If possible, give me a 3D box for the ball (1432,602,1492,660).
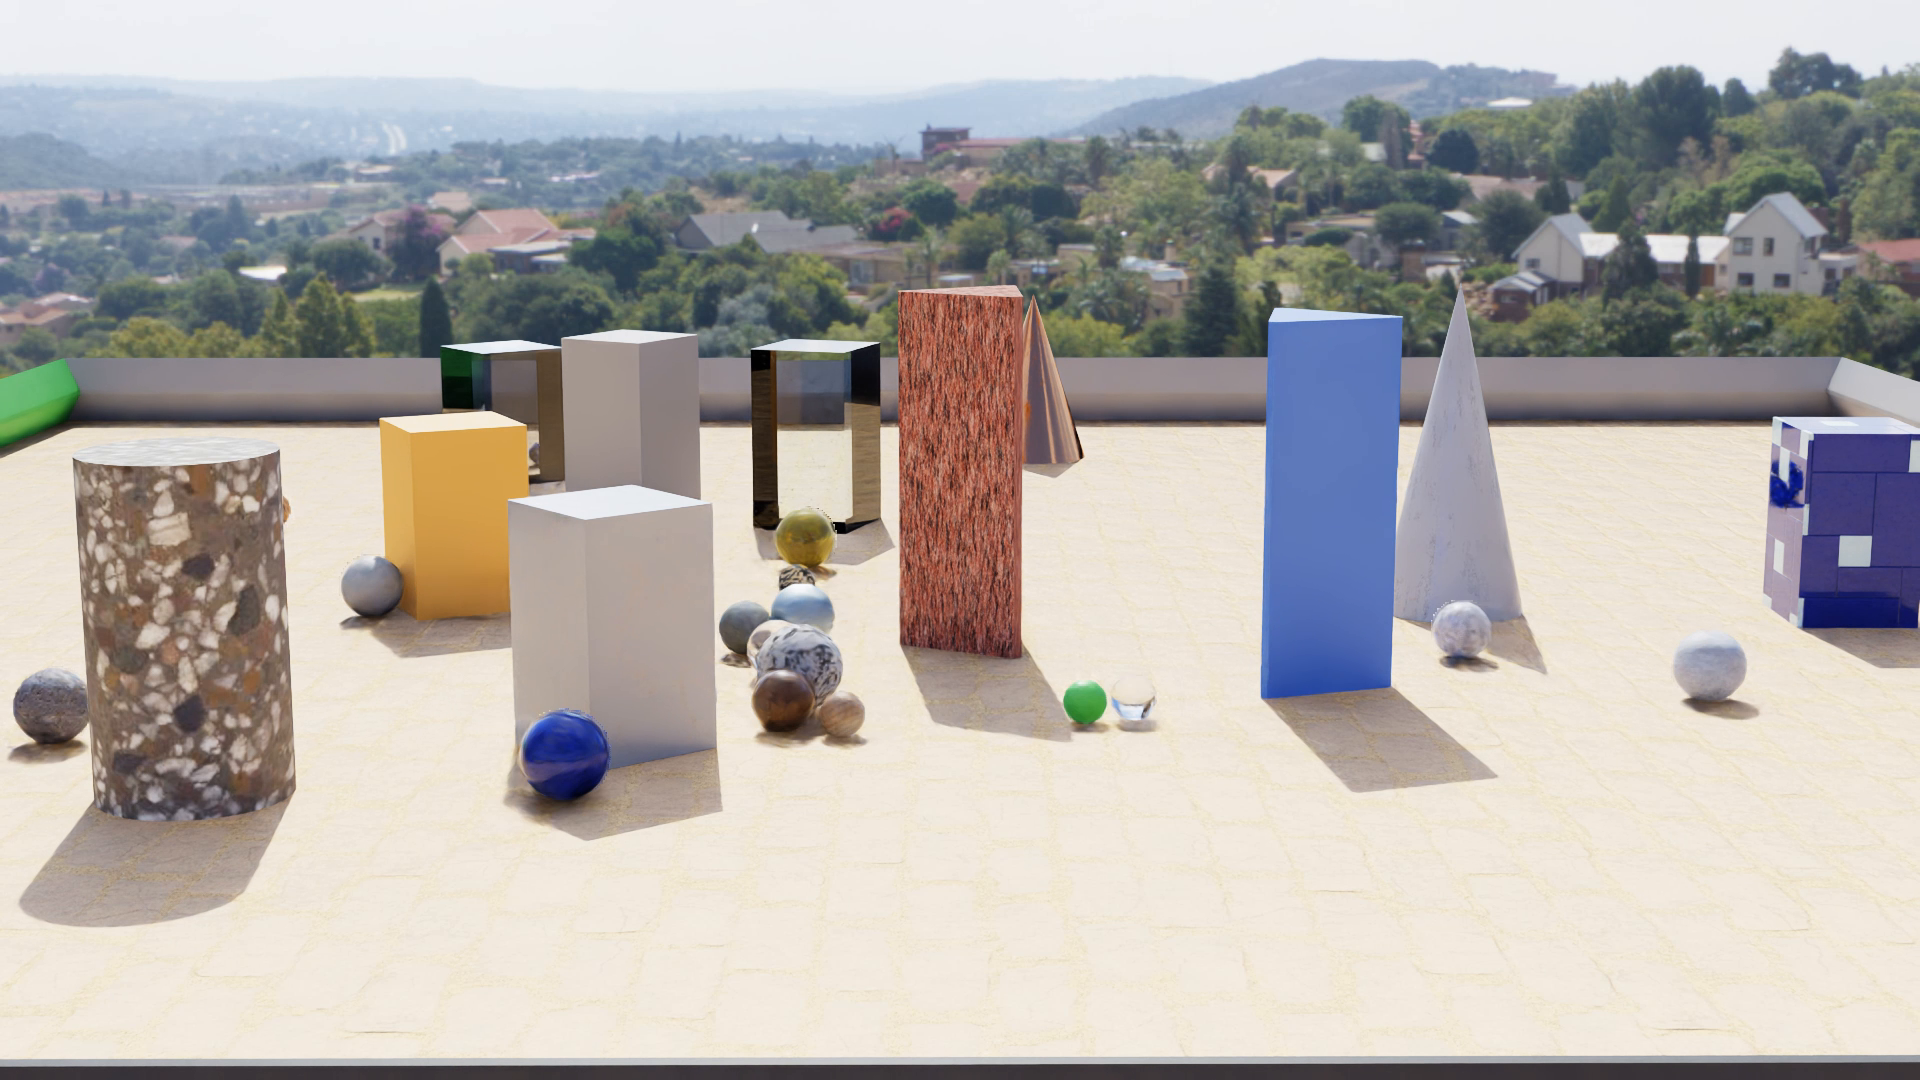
[{"bbox_3d":[0.622,0.112,3.182,0.071,0.071,0.071,0,10,0],"label":"ball"}]

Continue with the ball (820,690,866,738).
[{"bbox_3d":[-0.129,0.191,2.814,0.050,0.050,0.050,0,10,0],"label":"ball"}]

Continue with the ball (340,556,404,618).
[{"bbox_3d":[-0.784,0.062,3.423,0.082,0.082,0.082,0,10,0],"label":"ball"}]

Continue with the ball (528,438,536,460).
[{"bbox_3d":[-0.810,-0.168,4.772,0.043,0.043,0.043,0,10,0],"label":"ball"}]

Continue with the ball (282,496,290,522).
[{"bbox_3d":[-1.096,-0.048,4.086,0.057,0.057,0.057,0,10,0],"label":"ball"}]

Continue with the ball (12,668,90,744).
[{"bbox_3d":[-0.984,0.180,2.785,0.082,0.082,0.082,0,10,0],"label":"ball"}]

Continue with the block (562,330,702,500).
[{"bbox_3d":[-0.537,-0.189,4.205,0.158,0.291,0.158,6,12,30],"label":"block"}]

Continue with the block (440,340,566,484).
[{"bbox_3d":[-0.808,-0.224,4.544,0.158,0.237,0.158,-8,13,-38],"label":"block"}]

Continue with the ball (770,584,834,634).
[{"bbox_3d":[-0.198,0.095,3.228,0.081,0.081,0.081,0,10,0],"label":"ball"}]

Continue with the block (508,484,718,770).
[{"bbox_3d":[-0.373,0.091,2.757,0.158,0.268,0.158,-9,14,-39],"label":"block"}]

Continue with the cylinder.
[{"bbox_3d":[-0.773,0.084,2.567,0.197,0.350,0.197,0,10,0],"label":"cylinder"}]

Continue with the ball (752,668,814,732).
[{"bbox_3d":[-0.196,0.177,2.834,0.070,0.070,0.070,0,10,0],"label":"ball"}]

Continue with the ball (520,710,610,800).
[{"bbox_3d":[-0.397,0.216,2.573,0.089,0.089,0.089,0,10,0],"label":"ball"}]

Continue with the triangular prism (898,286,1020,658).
[{"bbox_3d":[0.032,-0.093,3.253,0.171,0.449,0.148,6,12,28],"label":"triangular prism"}]

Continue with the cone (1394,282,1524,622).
[{"bbox_3d":[0.664,-0.124,3.440,0.197,0.443,0.197,0,10,0],"label":"cone"}]

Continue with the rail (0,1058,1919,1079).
[{"bbox_3d":[0.011,0.376,1.599,3.684,0.128,0.045,0,10,0],"label":"rail"}]

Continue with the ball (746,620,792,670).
[{"bbox_3d":[-0.220,0.131,3.078,0.071,0.071,0.071,0,10,0],"label":"ball"}]

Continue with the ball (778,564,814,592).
[{"bbox_3d":[-0.225,0.059,3.528,0.051,0.051,0.051,0,10,0],"label":"ball"}]

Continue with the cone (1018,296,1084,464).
[{"bbox_3d":[0.137,-0.309,4.812,0.197,0.306,0.197,0,10,0],"label":"cone"}]

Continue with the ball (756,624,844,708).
[{"bbox_3d":[-0.182,0.145,2.915,0.098,0.098,0.098,0,10,0],"label":"ball"}]

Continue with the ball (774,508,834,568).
[{"bbox_3d":[-0.227,-0.002,3.751,0.088,0.088,0.088,0,10,0],"label":"ball"}]

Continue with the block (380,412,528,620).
[{"bbox_3d":[-0.685,-0.036,3.486,0.158,0.252,0.158,-5,12,-27],"label":"block"}]

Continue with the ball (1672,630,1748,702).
[{"bbox_3d":[0.868,0.145,2.972,0.084,0.084,0.084,0,10,0],"label":"ball"}]

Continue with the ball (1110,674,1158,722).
[{"bbox_3d":[0.195,0.177,2.883,0.053,0.053,0.053,0,10,0],"label":"ball"}]

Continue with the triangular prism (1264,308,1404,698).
[{"bbox_3d":[0.407,-0.049,3.045,0.171,0.439,0.148,-4,11,-20],"label":"triangular prism"}]

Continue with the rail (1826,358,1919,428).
[{"bbox_3d":[1.818,0.031,3.459,0.045,0.128,3.810,0,10,0],"label":"rail"}]

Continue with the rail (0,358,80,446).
[{"bbox_3d":[-1.818,0.035,3.439,0.045,0.128,3.810,0,10,0],"label":"rail"}]

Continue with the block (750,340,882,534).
[{"bbox_3d":[-0.229,-0.168,4.103,0.158,0.286,0.158,4,11,19],"label":"block"}]

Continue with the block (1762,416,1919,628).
[{"bbox_3d":[1.177,-0.025,3.415,0.158,0.257,0.158,0,10,1],"label":"block"}]

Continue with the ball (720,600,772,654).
[{"bbox_3d":[-0.267,0.110,3.206,0.067,0.067,0.067,0,10,0],"label":"ball"}]

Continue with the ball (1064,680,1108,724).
[{"bbox_3d":[0.140,0.181,2.873,0.049,0.049,0.049,0,10,0],"label":"ball"}]

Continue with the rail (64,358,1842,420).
[{"bbox_3d":[-0.011,-0.310,5.299,3.684,0.128,0.045,0,10,0],"label":"rail"}]
